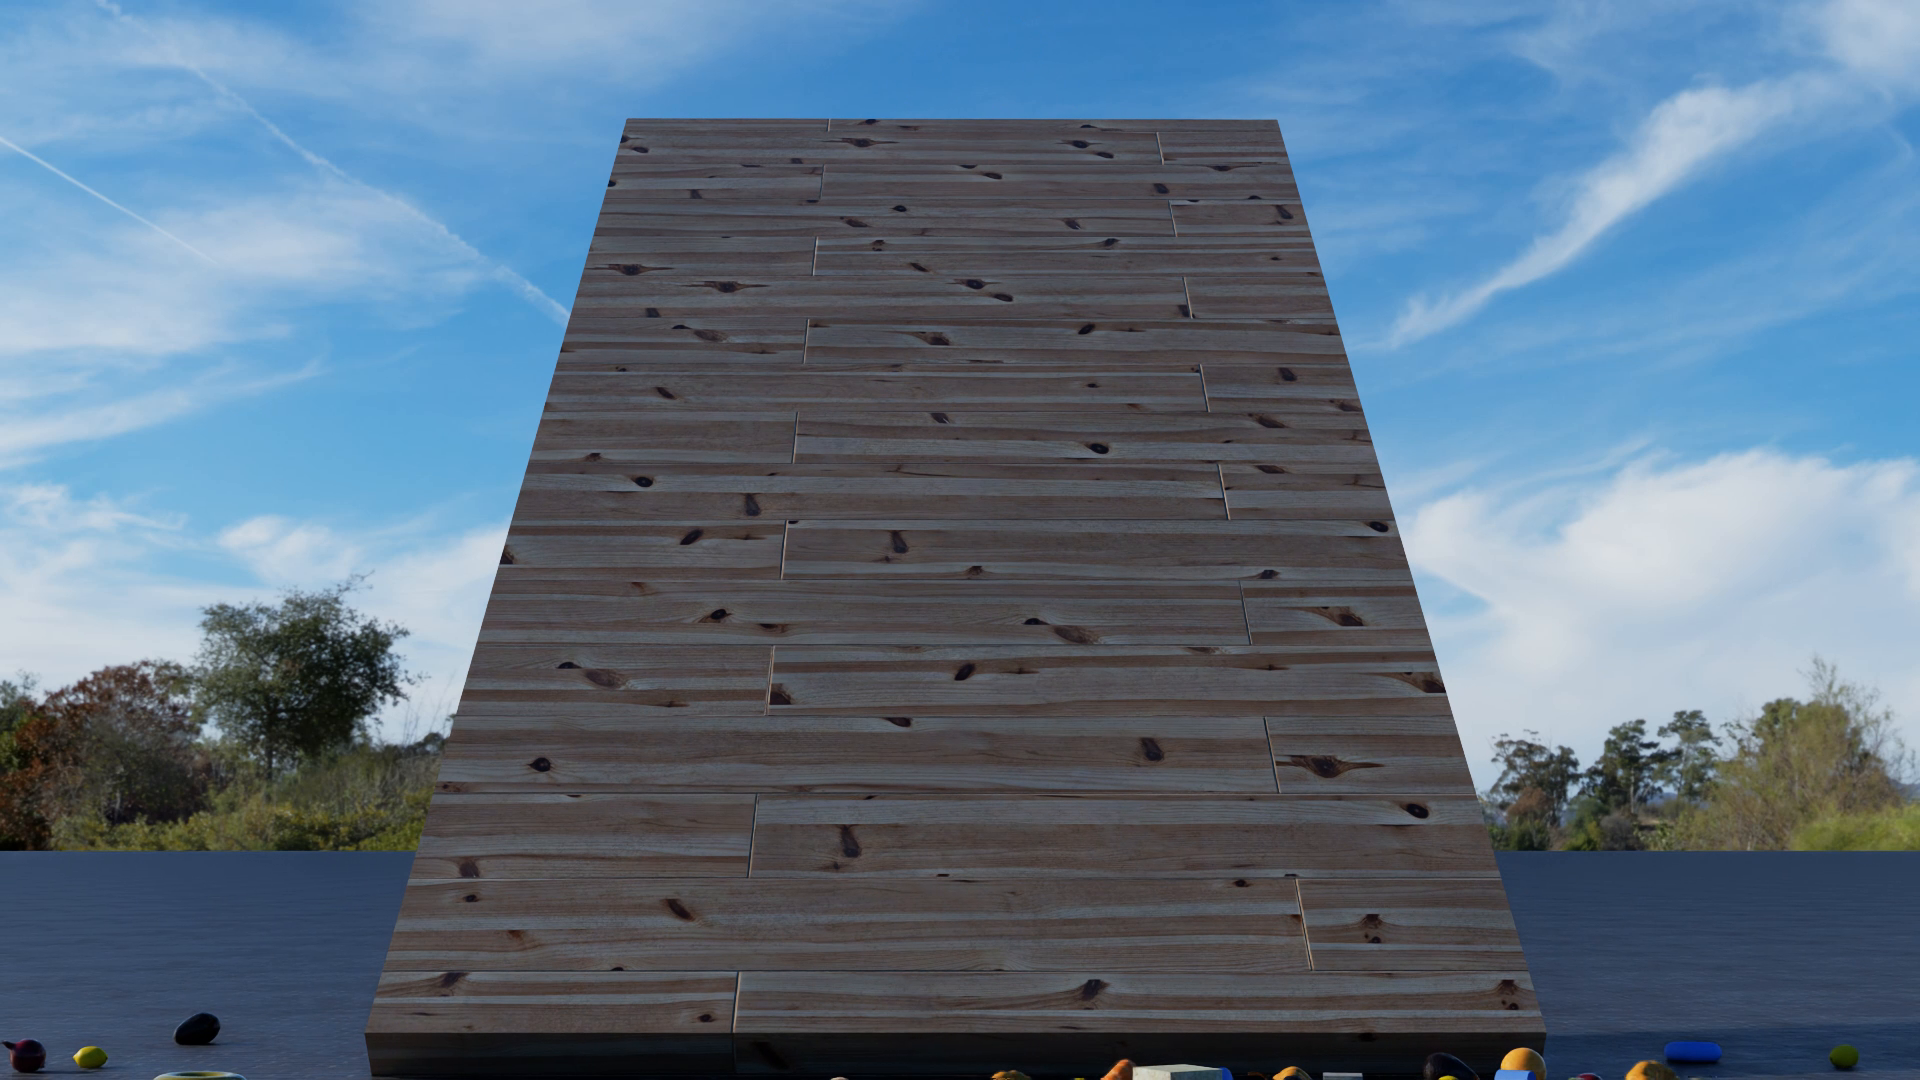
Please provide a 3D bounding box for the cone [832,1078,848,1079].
[{"bbox_3d":[-0.151,0.797,3.372,0.085,0.085,0.085,-6,-36,40],"label":"cone"}]

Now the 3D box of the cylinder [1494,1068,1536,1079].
[{"bbox_3d":[0.850,0.837,3.744,0.051,0.051,0.051,-16,-15,34],"label":"cylinder"}]

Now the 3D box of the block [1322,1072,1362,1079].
[{"bbox_3d":[0.563,0.815,3.600,0.057,0.057,0.057,-1,-7,8],"label":"block"}]

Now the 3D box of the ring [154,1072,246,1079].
[{"bbox_3d":[-1.150,0.832,3.699,0.148,0.049,0.148,1,-8,0],"label":"ring"}]

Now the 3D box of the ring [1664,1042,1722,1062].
[{"bbox_3d":[1.342,0.937,4.481,0.102,0.034,0.102,0,-9,0],"label":"ring"}]

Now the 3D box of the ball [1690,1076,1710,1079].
[{"bbox_3d":[1.069,0.805,3.527,0.061,0.061,0.061,0,-7,0],"label":"ball"}]

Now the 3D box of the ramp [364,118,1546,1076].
[{"bbox_3d":[-0.015,-0.188,5.860,2.000,0.100,4.000,0,32,0],"label":"ramp"}]

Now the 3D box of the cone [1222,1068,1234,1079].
[{"bbox_3d":[0.390,0.814,3.508,0.083,0.083,0.083,7,17,-46],"label":"cone"}]

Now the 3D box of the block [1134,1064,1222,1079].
[{"bbox_3d":[0.299,0.771,3.365,0.088,0.088,0.088,4,-8,-31],"label":"block"}]
